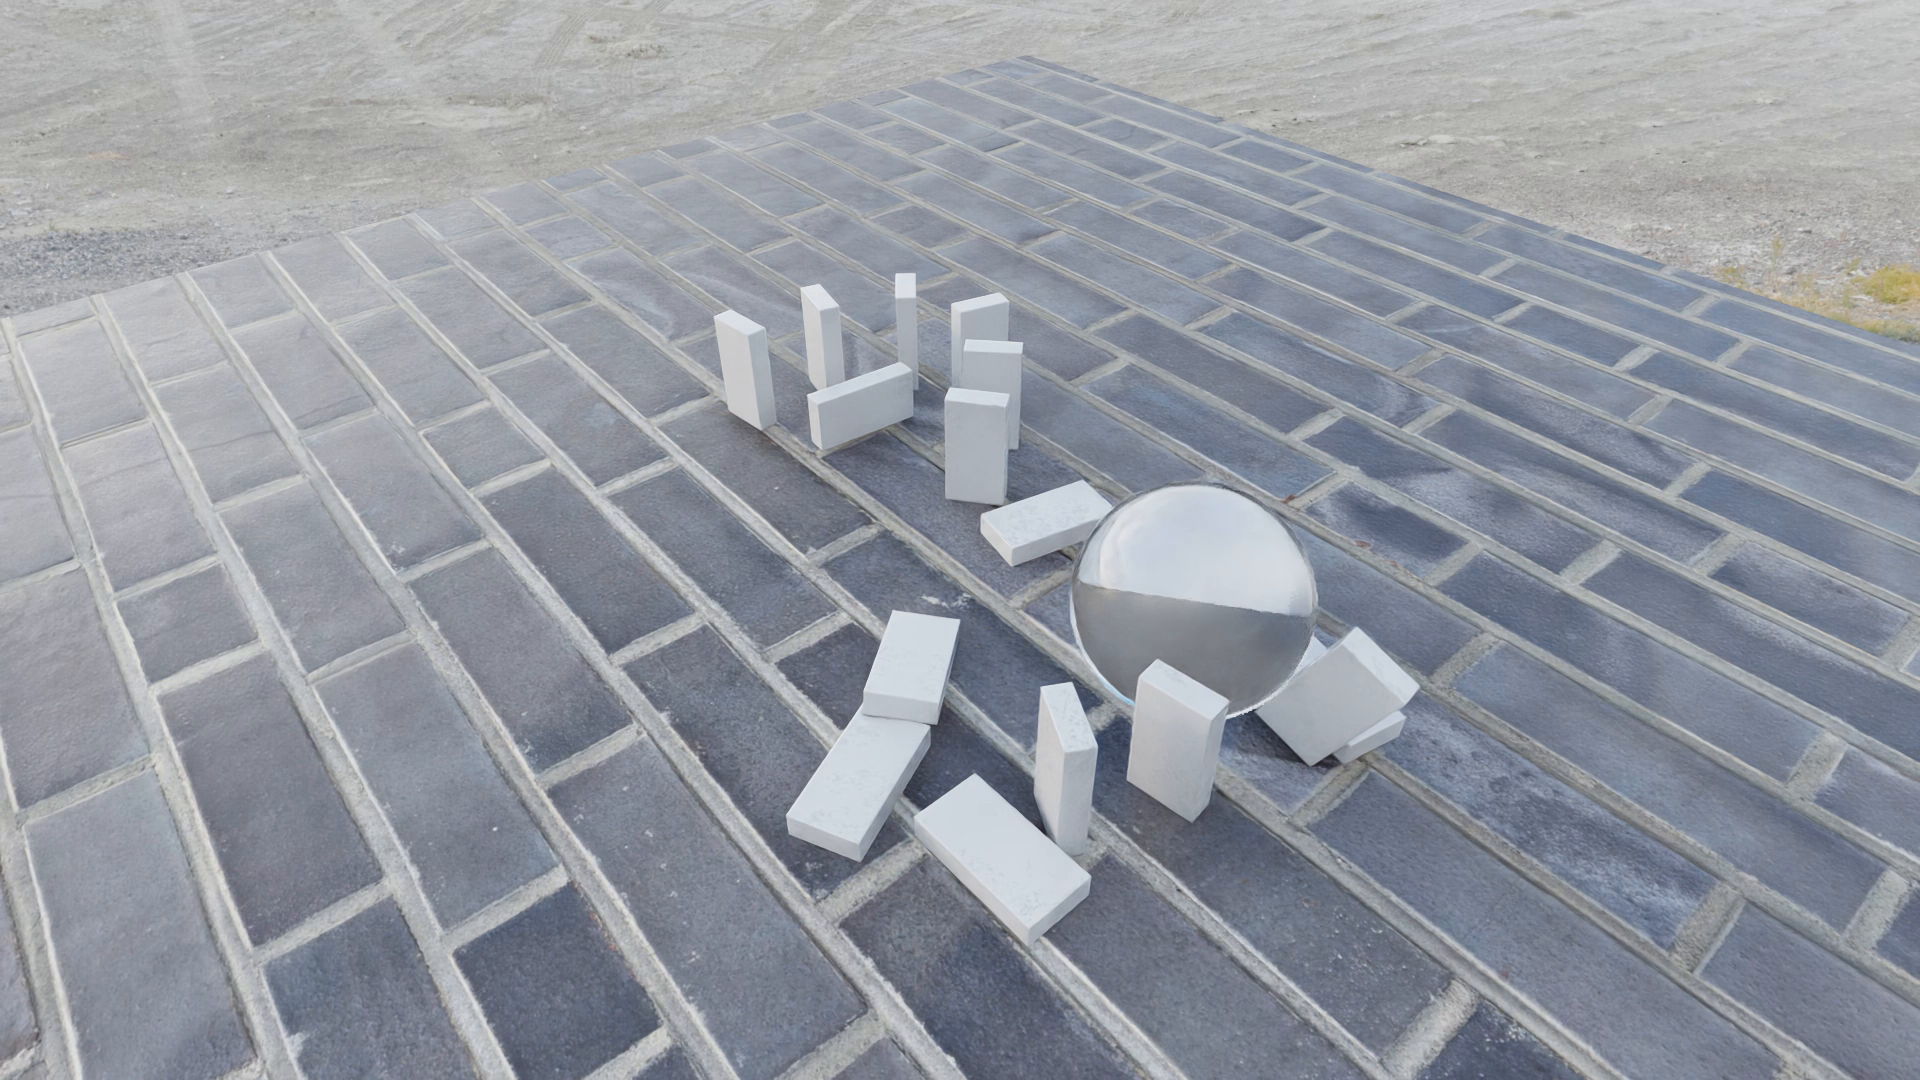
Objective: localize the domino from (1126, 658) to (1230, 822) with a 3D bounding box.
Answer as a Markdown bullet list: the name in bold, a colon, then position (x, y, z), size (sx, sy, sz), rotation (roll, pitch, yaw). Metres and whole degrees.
- **domino**: position (0.066, 0.062, 0.336), size (0.025, 0.050, 0.009), rotation (30, 50, 31)

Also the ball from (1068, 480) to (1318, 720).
- **ball**: position (0.076, 0.020, 0.363), size (0.080, 0.080, 0.080), rotation (0, 39, 0)

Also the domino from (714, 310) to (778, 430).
- **domino**: position (-0.098, -0.078, 0.507), size (0.025, 0.050, 0.009), rotation (31, 49, 32)

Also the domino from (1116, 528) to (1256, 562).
- **domino**: position (0.088, 0.002, 0.431), size (0.050, 0.010, 0.025), rotation (2, 5, 3)

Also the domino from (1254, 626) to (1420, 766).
- **domino**: position (0.117, 0.050, 0.346), size (0.025, 0.050, 0.009), rotation (46, 54, 12)

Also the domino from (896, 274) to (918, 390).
- **domino**: position (-0.026, -0.101, 0.535), size (0.010, 0.050, 0.025), rotation (-2, 39, -2)

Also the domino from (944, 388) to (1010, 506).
- **domino**: position (0.007, -0.038, 0.458), size (0.025, 0.050, 0.009), rotation (8, 40, 9)

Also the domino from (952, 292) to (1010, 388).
- **domino**: position (0.009, -0.090, 0.521), size (0.025, 0.050, 0.010), rotation (-17, 42, -20)

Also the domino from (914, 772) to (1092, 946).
- **domino**: position (0.012, 0.094, 0.328), size (0.025, 0.010, 0.050), rotation (-29, 48, -31)

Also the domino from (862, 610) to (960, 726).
- **domino**: position (-0.016, 0.043, 0.382), size (0.025, 0.009, 0.050), rotation (8, 29, 5)

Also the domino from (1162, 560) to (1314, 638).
- **domino**: position (0.103, 0.021, 0.410), size (0.050, 0.010, 0.025), rotation (7, 38, 29)

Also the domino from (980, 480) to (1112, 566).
- **domino**: position (0.036, -0.008, 0.453), size (0.050, 0.009, 0.025), rotation (-19, 43, -22)

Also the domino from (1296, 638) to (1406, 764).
- **domino**: position (0.125, 0.052, 0.380), size (0.025, 0.009, 0.050), rotation (-19, 43, -22)

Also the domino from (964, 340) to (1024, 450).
- **domino**: position (0.014, -0.064, 0.490), size (0.025, 0.050, 0.010), rotation (4, 39, 5)

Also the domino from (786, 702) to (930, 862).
- **domino**: position (-0.031, 0.076, 0.351), size (0.025, 0.010, 0.050), rotation (16, 42, 18)

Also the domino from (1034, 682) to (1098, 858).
- **domino**: position (0.031, 0.069, 0.327), size (0.009, 0.050, 0.025), rotation (-8, 40, -9)

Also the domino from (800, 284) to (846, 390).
- **domino**: position (-0.065, -0.093, 0.525), size (0.010, 0.050, 0.025), rotation (-18, 43, -21)

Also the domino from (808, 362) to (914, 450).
- **domino**: position (-0.045, -0.062, 0.507), size (0.050, 0.025, 0.010), rotation (-24, 45, -27)
